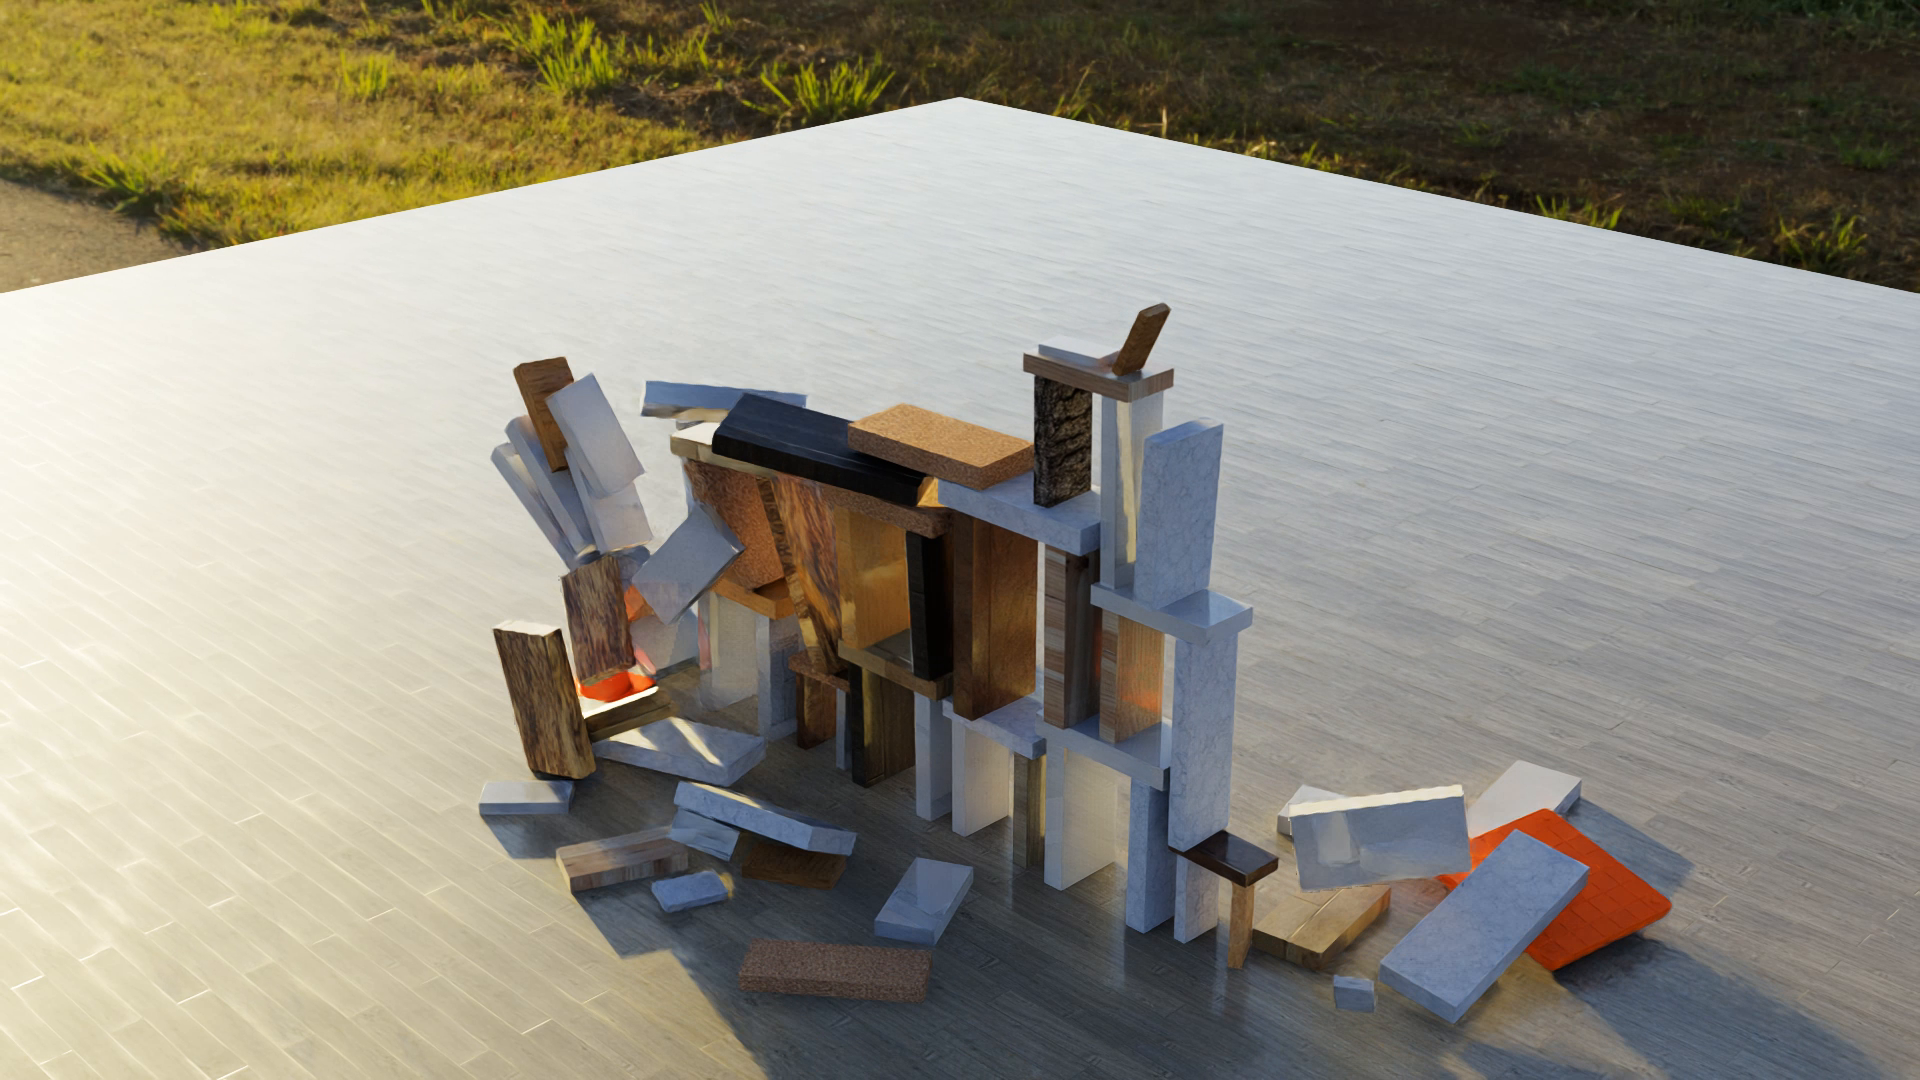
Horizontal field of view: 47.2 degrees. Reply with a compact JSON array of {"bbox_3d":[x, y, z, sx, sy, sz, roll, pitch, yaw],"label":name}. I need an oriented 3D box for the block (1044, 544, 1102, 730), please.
[{"bbox_3d":[0.233,0.153,4.036,0.050,0.356,0.178,20,30,41],"label":"block"}]

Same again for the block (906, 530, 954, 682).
[{"bbox_3d":[-0.028,0.107,4.282,0.152,0.304,0.043,-22,29,-40],"label":"block"}]

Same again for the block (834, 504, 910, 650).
[{"bbox_3d":[-0.173,0.053,4.411,0.043,0.304,0.152,18,30,42],"label":"block"}]

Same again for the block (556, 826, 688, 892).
[{"bbox_3d":[-0.655,0.617,4.264,0.232,0.033,0.116,-9,25,-20],"label":"block"}]

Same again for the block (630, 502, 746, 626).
[{"bbox_3d":[-0.565,0.051,4.557,0.127,0.254,0.036,51,29,9],"label":"block"}]

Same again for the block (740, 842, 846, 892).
[{"bbox_3d":[-0.321,0.630,4.243,0.181,0.026,0.090,6,24,15],"label":"block"}]

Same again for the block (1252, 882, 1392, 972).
[{"bbox_3d":[0.671,0.696,4.069,0.139,0.039,0.277,16,28,33],"label":"block"}]

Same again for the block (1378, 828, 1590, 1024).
[{"bbox_3d":[0.941,0.685,3.937,0.156,0.044,0.441,28,46,34],"label":"block"}]

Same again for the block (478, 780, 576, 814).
[{"bbox_3d":[-0.884,0.525,4.490,0.181,0.026,0.090,-1,23,-1],"label":"block"}]

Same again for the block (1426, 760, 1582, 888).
[{"bbox_3d":[1.079,0.568,4.371,0.139,0.039,0.484,16,28,32],"label":"block"}]

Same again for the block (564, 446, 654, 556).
[{"bbox_3d":[-0.813,-0.105,5.088,0.130,0.260,0.037,-16,-7,-42],"label":"block"}]

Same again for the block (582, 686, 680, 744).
[{"bbox_3d":[-0.730,0.375,4.527,0.428,0.065,0.018,-21,29,42],"label":"block"}]

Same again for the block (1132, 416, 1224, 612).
[{"bbox_3d":[0.376,-0.045,3.794,0.156,0.311,0.044,-21,34,-40],"label":"block"}]

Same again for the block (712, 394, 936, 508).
[{"bbox_3d":[-0.254,-0.176,4.260,0.417,0.046,0.164,15,36,11],"label":"block"}]

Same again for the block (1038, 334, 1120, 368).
[{"bbox_3d":[0.209,-0.330,3.853,0.131,0.019,0.066,18,29,36],"label":"block"}]

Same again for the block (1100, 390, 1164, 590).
[{"bbox_3d":[0.301,-0.096,3.866,0.122,0.352,0.034,-21,30,-40],"label":"block"}]

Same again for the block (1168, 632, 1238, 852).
[{"bbox_3d":[0.430,0.345,3.895,0.037,0.409,0.131,20,30,40],"label":"block"}]

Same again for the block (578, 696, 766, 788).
[{"bbox_3d":[-0.655,0.426,4.677,0.460,0.046,0.162,10,21,22],"label":"block"}]

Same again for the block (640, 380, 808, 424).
[{"bbox_3d":[-0.484,-0.275,4.482,0.323,0.046,0.162,4,-7,-11],"label":"block"}]

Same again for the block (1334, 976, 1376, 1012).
[{"bbox_3d":[0.675,0.777,3.760,0.066,0.162,0.019,5,66,14],"label":"block"}]

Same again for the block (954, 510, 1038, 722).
[{"bbox_3d":[0.069,0.120,4.201,0.050,0.425,0.178,21,31,40],"label":"block"}]

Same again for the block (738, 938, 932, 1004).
[{"bbox_3d":[-0.220,0.766,3.914,0.329,0.033,0.116,3,23,7],"label":"block"}]

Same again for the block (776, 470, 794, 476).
[{"bbox_3d":[-0.285,-0.152,4.357,0.145,0.021,0.072,5,34,15],"label":"block"}]

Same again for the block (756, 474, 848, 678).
[{"bbox_3d":[-0.293,0.056,4.552,0.150,0.429,0.042,-23,9,-42],"label":"block"}]

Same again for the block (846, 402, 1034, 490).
[{"bbox_3d":[-0.037,-0.179,4.163,0.328,0.046,0.164,19,30,35],"label":"block"}]

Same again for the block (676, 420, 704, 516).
[{"bbox_3d":[-0.541,-0.163,4.800,0.127,0.254,0.036,-20,31,-28],"label":"block"}]

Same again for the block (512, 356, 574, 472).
[{"bbox_3d":[-0.935,-0.294,5.123,0.130,0.260,0.037,-16,-9,-45],"label":"block"}]

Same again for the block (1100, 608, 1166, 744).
[{"bbox_3d":[0.313,0.226,3.985,0.131,0.261,0.037,-21,31,-40],"label":"block"}]

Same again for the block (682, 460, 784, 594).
[{"bbox_3d":[-0.454,-0.050,4.657,0.150,0.300,0.042,-25,-2,-45],"label":"block"}]

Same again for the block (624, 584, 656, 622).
[{"bbox_3d":[-0.625,0.067,4.931,0.178,0.050,0.356,-21,-14,-41],"label":"block"}]

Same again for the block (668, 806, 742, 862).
[{"bbox_3d":[-0.497,0.572,4.281,0.130,0.065,0.018,21,10,4],"label":"block"}]

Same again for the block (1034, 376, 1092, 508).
[{"bbox_3d":[0.185,-0.191,3.948,0.034,0.243,0.121,19,29,39],"label":"block"}]

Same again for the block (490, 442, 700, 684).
[{"bbox_3d":[-0.835,0.027,5.145,0.178,0.050,0.699,-21,65,-41],"label":"block"}]
